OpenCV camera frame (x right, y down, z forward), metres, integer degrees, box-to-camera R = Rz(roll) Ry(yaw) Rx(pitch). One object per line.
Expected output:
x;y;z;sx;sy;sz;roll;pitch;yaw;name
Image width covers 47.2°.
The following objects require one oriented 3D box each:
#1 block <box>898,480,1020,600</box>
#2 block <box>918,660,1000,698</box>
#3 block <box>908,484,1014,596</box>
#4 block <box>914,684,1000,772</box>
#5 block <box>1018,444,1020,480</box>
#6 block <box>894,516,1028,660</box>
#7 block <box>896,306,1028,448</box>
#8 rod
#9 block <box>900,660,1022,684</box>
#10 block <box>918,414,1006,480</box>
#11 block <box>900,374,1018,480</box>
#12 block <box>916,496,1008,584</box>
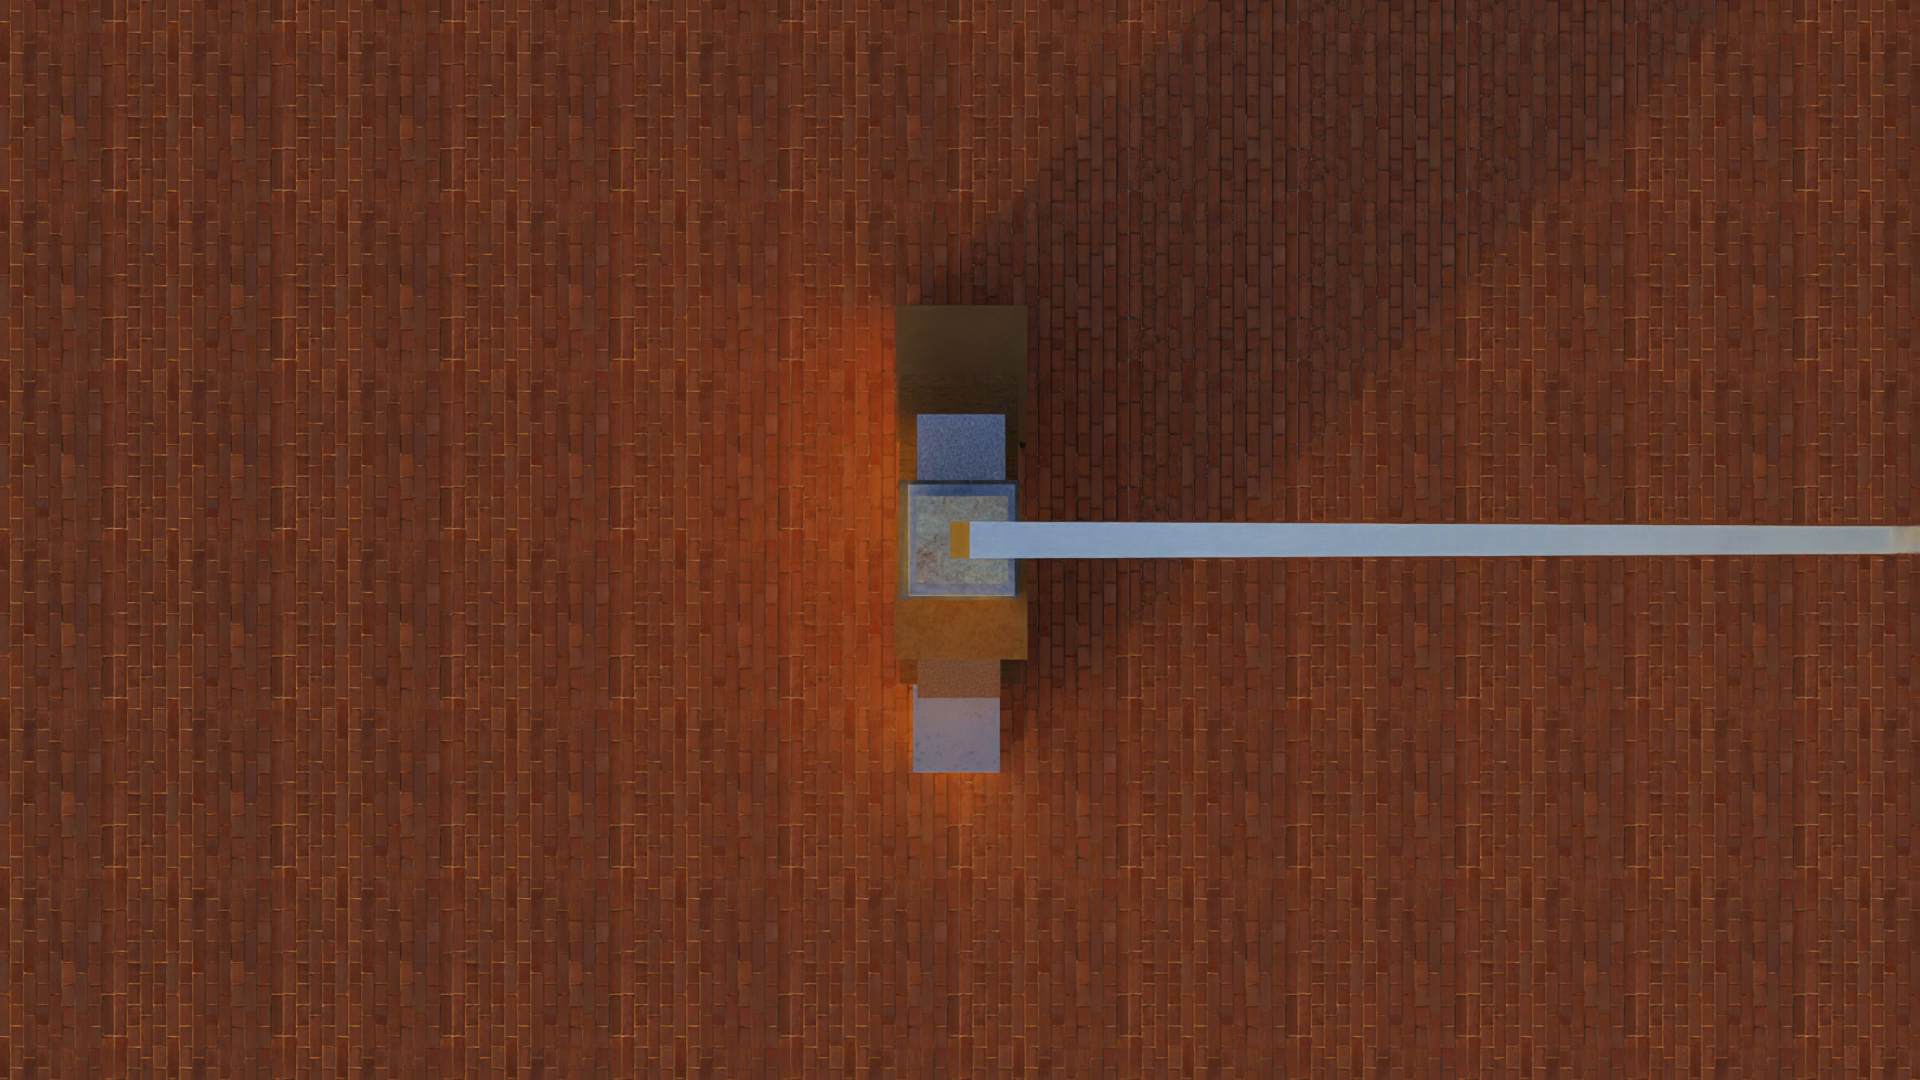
-0.004;0.000;10.694;0.575;0.595;0.568;0;90;0;block
-0.005;0.635;12.160;0.452;0.393;0.447;0;90;0;block
0.008;0.000;10.183;0.481;0.427;0.504;0;90;0;block
-0.019;1.067;12.724;0.492;0.552;0.497;0;90;0;block
0.012;-0.205;12.619;0.636;0.763;0.659;0;90;0;block
0.004;0.239;11.296;0.668;0.610;0.717;0;90;0;block
0.008;-0.930;12.659;0.740;0.681;0.771;0;90;0;block
2.212;0.000;6.162;5.200;0.080;0.080;0;90;-32;rod
0.003;0.472;12.678;0.682;0.643;0.674;0;90;0;block
0.006;-0.391;11.386;0.448;0.449;0.467;0;86;0;block
-0.006;-0.552;11.931;0.630;0.614;0.629;0;88;0;block
0.009;0.000;9.490;0.388;0.328;0.372;0;90;0;block
